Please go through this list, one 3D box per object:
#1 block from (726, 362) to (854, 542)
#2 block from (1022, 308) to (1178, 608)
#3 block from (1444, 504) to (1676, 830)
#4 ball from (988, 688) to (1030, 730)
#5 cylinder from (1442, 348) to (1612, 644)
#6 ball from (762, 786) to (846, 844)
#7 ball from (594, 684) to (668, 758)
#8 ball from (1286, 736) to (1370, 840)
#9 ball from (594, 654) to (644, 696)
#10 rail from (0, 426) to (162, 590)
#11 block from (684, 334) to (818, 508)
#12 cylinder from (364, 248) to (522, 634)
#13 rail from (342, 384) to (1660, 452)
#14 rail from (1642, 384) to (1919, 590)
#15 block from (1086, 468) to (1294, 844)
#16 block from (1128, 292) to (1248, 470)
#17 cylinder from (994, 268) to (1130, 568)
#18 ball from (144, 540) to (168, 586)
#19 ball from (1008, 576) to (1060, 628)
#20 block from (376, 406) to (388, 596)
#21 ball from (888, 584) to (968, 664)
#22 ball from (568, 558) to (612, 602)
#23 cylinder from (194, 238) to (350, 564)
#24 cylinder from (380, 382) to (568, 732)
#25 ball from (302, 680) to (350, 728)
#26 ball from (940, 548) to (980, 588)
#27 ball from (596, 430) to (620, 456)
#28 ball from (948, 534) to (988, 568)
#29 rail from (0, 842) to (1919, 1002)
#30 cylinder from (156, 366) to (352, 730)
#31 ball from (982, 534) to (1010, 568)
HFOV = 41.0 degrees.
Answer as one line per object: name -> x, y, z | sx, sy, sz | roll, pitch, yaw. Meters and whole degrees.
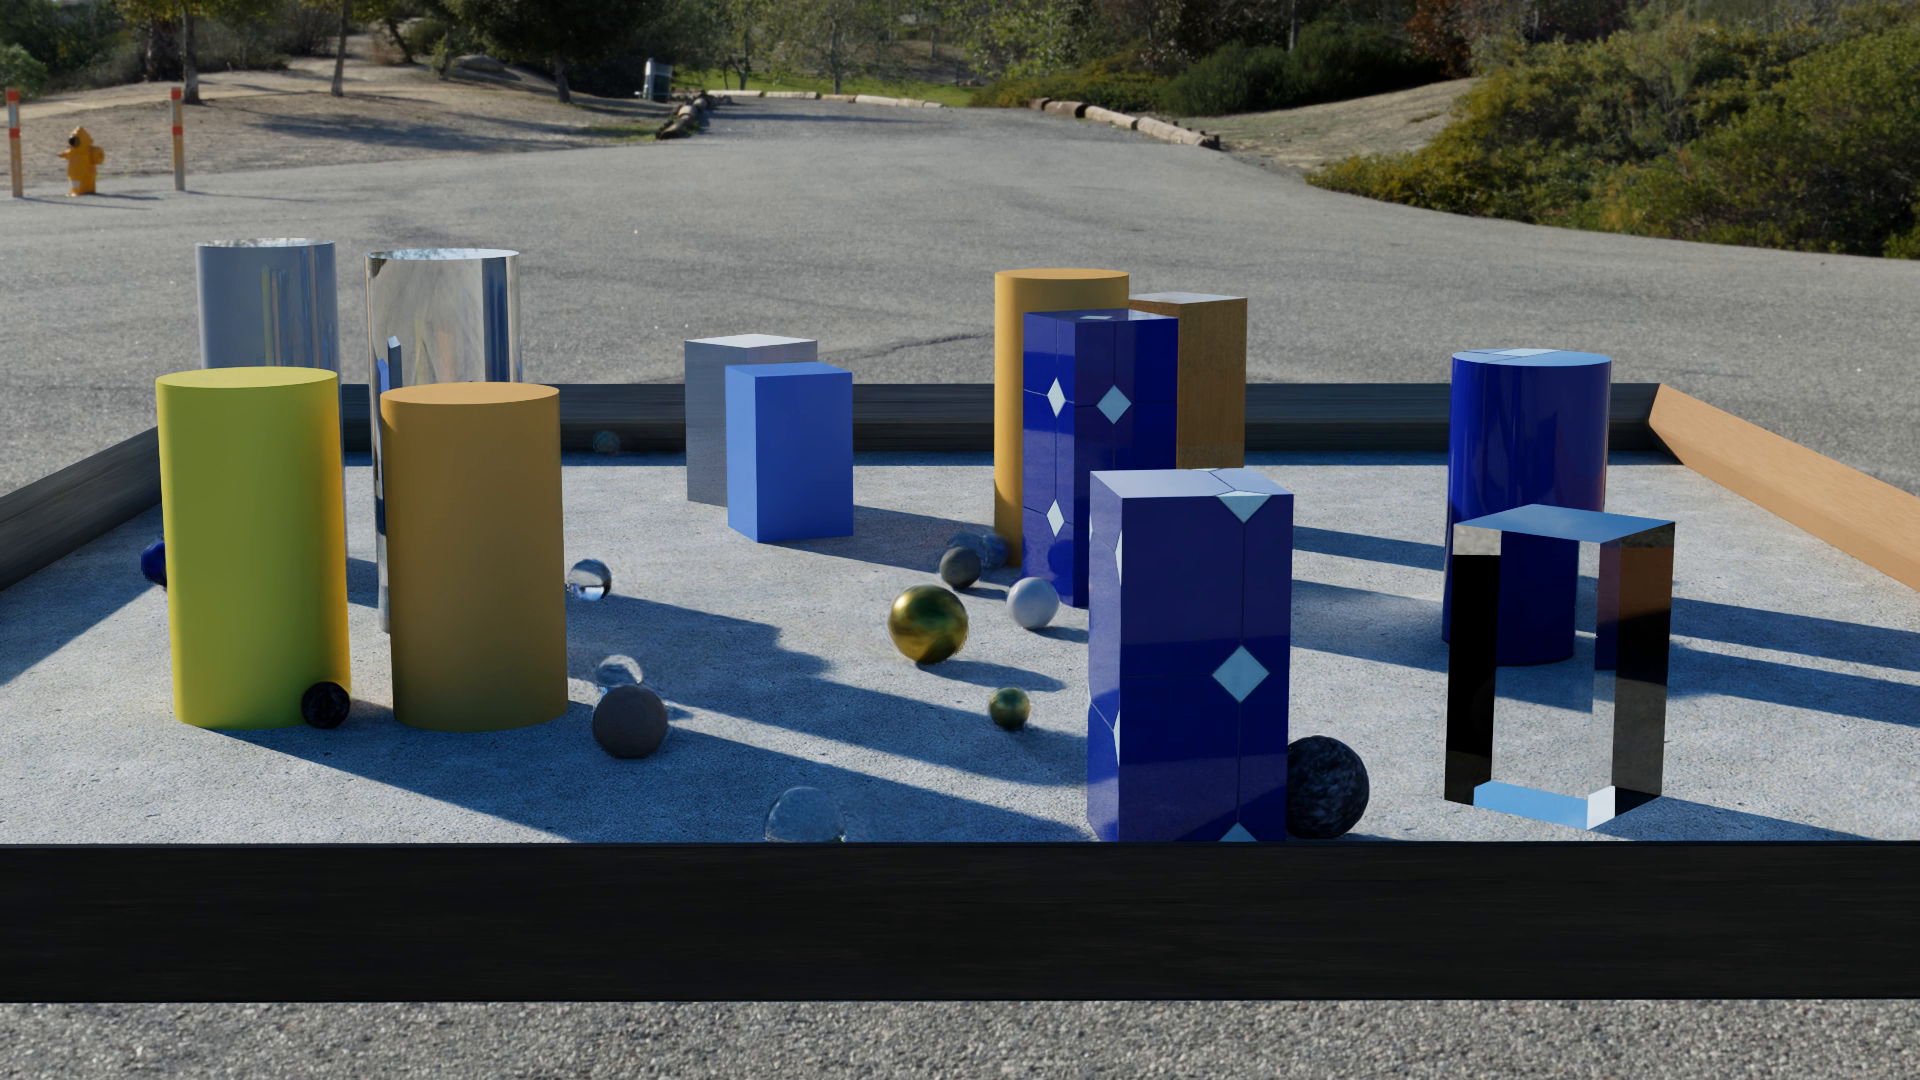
block -> -0.269, -0.141, 4.037 | 0.157, 0.257, 0.157 | -4, 11, -21
block -> 0.192, -0.118, 3.556 | 0.157, 0.387, 0.157 | -5, 12, -24
block -> 0.597, 0.121, 2.557 | 0.157, 0.281, 0.157 | 9, 14, 40
ball -> 0.055, 0.187, 2.848 | 0.047, 0.047, 0.047 | 0, 10, 0
cylinder -> 0.717, -0.050, 3.254 | 0.197, 0.365, 0.197 | 0, 10, 0
ball -> -0.142, 0.264, 2.349 | 0.076, 0.076, 0.076 | 0, 10, 0
ball -> -0.350, 0.193, 2.725 | 0.079, 0.079, 0.079 | 0, 10, 0
ball -> 0.341, 0.236, 2.441 | 0.098, 0.098, 0.098 | 0, 10, 0
ball -> -0.394, 0.160, 2.964 | 0.056, 0.056, 0.056 | 0, 10, 0
rail -> -1.321, 0.034, 3.441 | 0.045, 0.128, 2.929 | 0, 10, 0
block -> -0.350, -0.201, 4.321 | 0.157, 0.271, 0.157 | 10, 14, 43
cylinder -> -0.667, -0.129, 3.344 | 0.197, 0.486, 0.197 | 0, 10, 0
rail -> -0.008, -0.230, 4.865 | 2.690, 0.128, 0.045 | 0, 10, 0
rail -> 1.321, 0.032, 3.456 | 0.045, 0.128, 2.929 | 0, 10, 0
block -> 0.213, 0.116, 2.411 | 0.157, 0.344, 0.157 | -1, 11, -7
block -> 0.347, -0.210, 4.127 | 0.157, 0.360, 0.157 | -9, 14, -41
cylinder -> 0.149, -0.182, 3.800 | 0.197, 0.425, 0.197 | 0, 10, 0
ball -> -1.122, 0.033, 3.631 | 0.064, 0.064, 0.064 | 0, 10, 0
ball -> 0.096, 0.082, 3.355 | 0.068, 0.068, 0.068 | 0, 10, 0
block -> -0.727, -0.067, 3.624 | 0.157, 0.262, 0.157 | 0, 11, -3
ball -> -0.040, 0.103, 3.158 | 0.098, 0.098, 0.098 | 0, 10, 0
ball -> -0.507, 0.055, 3.521 | 0.060, 0.060, 0.060 | 0, 10, 0
cylinder -> -1.004, -0.197, 3.750 | 0.197, 0.473, 0.197 | 0, 10, 0
cylinder -> -0.547, 0.015, 2.899 | 0.197, 0.365, 0.197 | 0, 10, 0
ball -> -0.704, 0.183, 2.851 | 0.053, 0.053, 0.053 | 0, 10, 0
ball -> 0.000, 0.040, 3.611 | 0.058, 0.058, 0.058 | 0, 10, 0
ball -> -0.665, -0.184, 4.845 | 0.047, 0.047, 0.047 | 0, 10, 0
ball -> 0.011, 0.020, 3.714 | 0.059, 0.059, 0.059 | 0, 10, 0
rail -> 0.008, 0.295, 2.032 | 2.690, 0.128, 0.045 | 0, 10, 0
cylinder -> -0.798, 0.005, 2.907 | 0.197, 0.382, 0.197 | 0, 10, 0
ball -> 0.047, 0.017, 3.755 | 0.051, 0.051, 0.051 | 0, 10, 0
